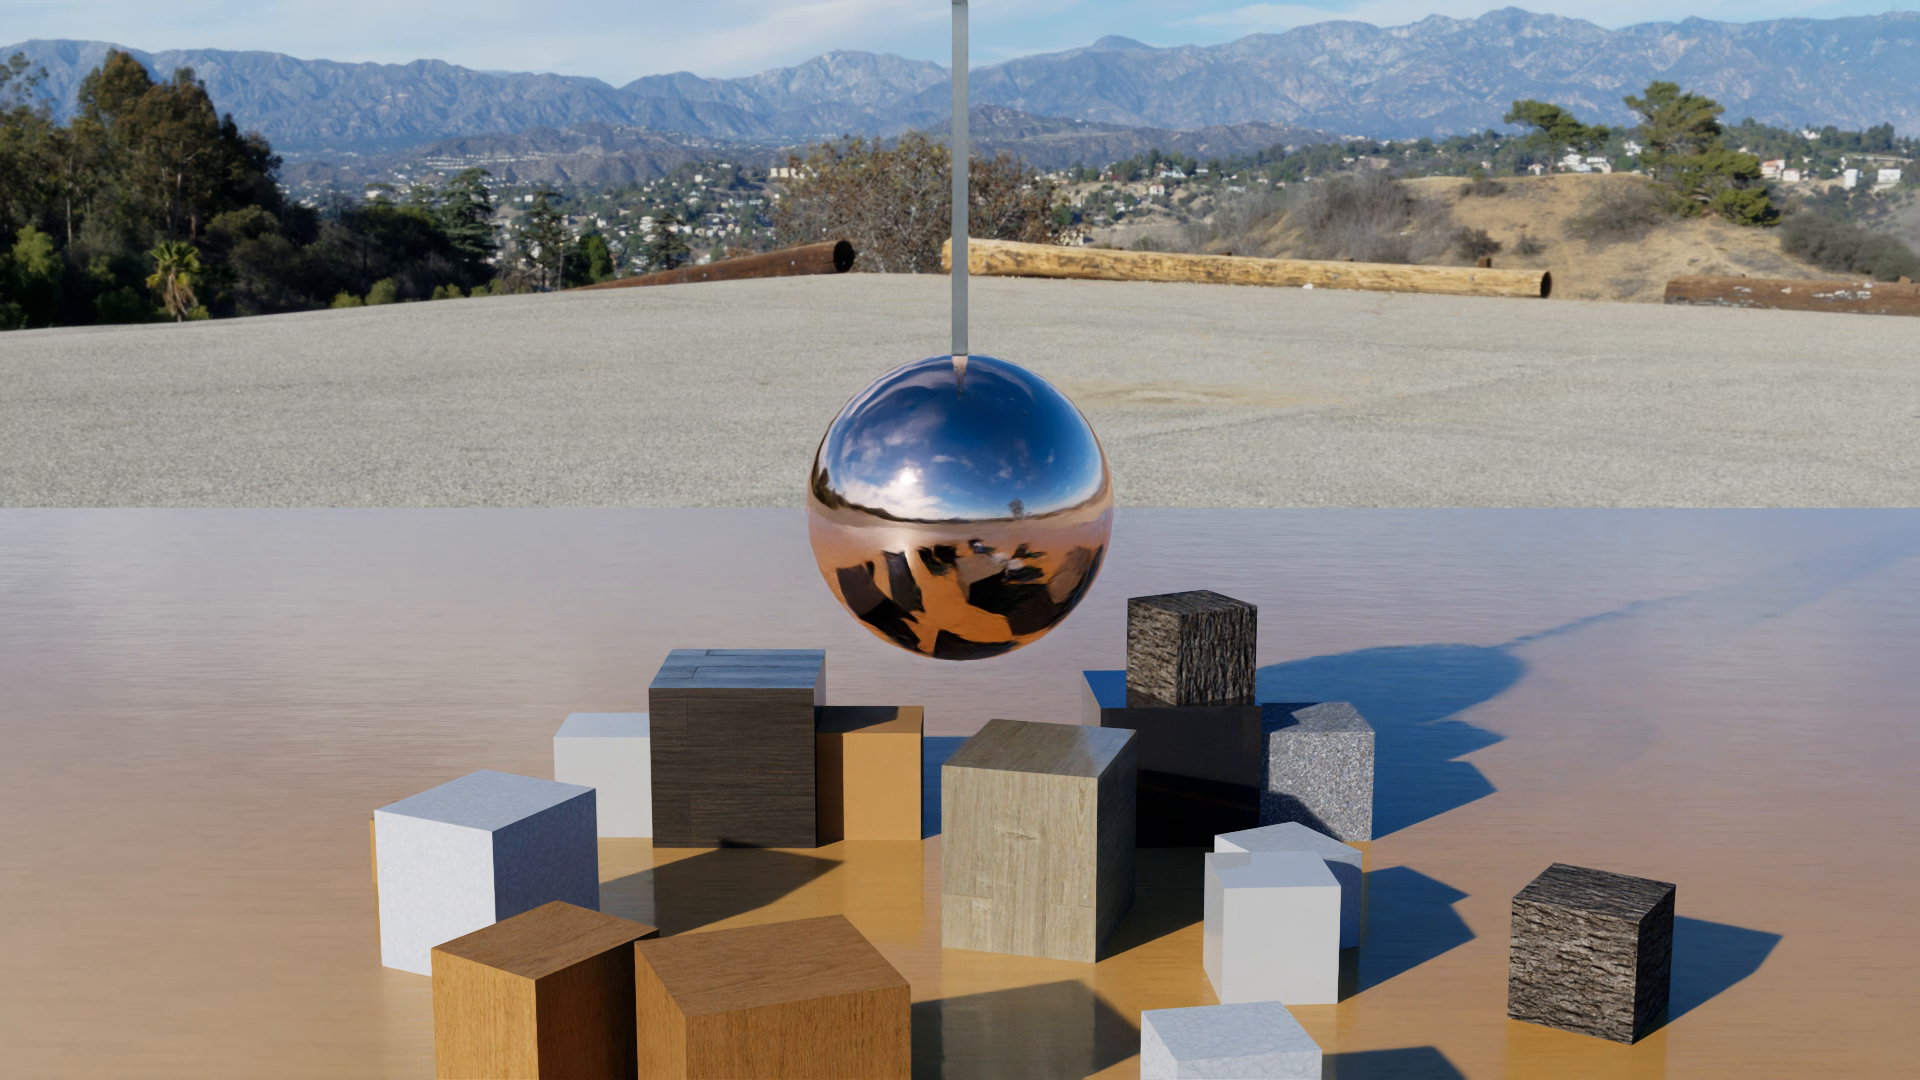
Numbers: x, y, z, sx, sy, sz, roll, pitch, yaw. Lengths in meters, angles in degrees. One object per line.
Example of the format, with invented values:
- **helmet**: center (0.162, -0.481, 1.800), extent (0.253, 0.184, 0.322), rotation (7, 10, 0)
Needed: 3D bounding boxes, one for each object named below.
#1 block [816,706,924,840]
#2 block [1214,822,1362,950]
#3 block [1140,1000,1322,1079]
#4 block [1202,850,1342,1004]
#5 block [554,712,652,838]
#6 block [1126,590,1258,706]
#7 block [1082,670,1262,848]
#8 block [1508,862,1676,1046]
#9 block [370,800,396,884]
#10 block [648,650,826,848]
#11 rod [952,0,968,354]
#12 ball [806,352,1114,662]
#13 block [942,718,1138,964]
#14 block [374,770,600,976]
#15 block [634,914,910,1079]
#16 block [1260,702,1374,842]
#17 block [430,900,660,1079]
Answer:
- **block**: center (-0.458, 1.200, 11.398), extent (0.525, 0.560, 0.544), rotation (0, 10, 1)
- **block**: center (1.454, 1.558, 9.792), extent (0.437, 0.431, 0.498), rotation (-5, 12, -28)
- **block**: center (0.929, 1.926, 7.611), extent (0.508, 0.488, 0.443), rotation (-2, 10, -10)
- **block**: center (1.301, 1.623, 9.224), extent (0.481, 0.506, 0.456), rotation (-1, 10, -3)
- **block**: center (-1.801, 1.215, 11.410), extent (0.509, 0.527, 0.486), rotation (0, 10, 0)
- **block**: center (1.180, 0.542, 11.231), extent (0.479, 0.460, 0.465), rotation (-5, 12, -28)
- **block**: center (1.078, 1.118, 11.383), extent (0.809, 0.728, 0.785), rotation (-1, 10, -4)
- **block**: center (2.571, 1.671, 8.949), extent (0.504, 0.509, 0.527), rotation (7, 12, 32)
- **block**: center (-2.638, 1.464, 10.640), extent (0.318, 0.312, 0.315), rotation (1, 10, 6)
- **block**: center (-1.131, 1.066, 11.391), extent (0.820, 0.828, 0.847), rotation (0, 10, 0)
- **rod**: center (0.000, -3.488, 10.659), extent (0.080, 5.200, 0.080), rotation (0, 13, 0)
- **ball**: center (0.000, -0.172, 11.410), extent (1.600, 1.600, 1.600), rotation (0, 10, 0)
- **block**: center (0.368, 1.334, 9.910), extent (0.694, 0.830, 0.815), rotation (3, 11, 16)
- **block**: center (-2.046, 1.463, 9.575), extent (0.634, 0.696, 0.703), rotation (5, 12, 27)
- **block**: center (-0.677, 1.808, 7.842), extent (0.794, 0.636, 0.754), rotation (-4, 11, -21)
- **block**: center (1.784, 1.195, 11.388), extent (0.584, 0.574, 0.592), rotation (0, 10, -2)
- **block**: center (-1.541, 1.766, 8.243), extent (0.547, 0.575, 0.636), rotation (7, 13, 35)
